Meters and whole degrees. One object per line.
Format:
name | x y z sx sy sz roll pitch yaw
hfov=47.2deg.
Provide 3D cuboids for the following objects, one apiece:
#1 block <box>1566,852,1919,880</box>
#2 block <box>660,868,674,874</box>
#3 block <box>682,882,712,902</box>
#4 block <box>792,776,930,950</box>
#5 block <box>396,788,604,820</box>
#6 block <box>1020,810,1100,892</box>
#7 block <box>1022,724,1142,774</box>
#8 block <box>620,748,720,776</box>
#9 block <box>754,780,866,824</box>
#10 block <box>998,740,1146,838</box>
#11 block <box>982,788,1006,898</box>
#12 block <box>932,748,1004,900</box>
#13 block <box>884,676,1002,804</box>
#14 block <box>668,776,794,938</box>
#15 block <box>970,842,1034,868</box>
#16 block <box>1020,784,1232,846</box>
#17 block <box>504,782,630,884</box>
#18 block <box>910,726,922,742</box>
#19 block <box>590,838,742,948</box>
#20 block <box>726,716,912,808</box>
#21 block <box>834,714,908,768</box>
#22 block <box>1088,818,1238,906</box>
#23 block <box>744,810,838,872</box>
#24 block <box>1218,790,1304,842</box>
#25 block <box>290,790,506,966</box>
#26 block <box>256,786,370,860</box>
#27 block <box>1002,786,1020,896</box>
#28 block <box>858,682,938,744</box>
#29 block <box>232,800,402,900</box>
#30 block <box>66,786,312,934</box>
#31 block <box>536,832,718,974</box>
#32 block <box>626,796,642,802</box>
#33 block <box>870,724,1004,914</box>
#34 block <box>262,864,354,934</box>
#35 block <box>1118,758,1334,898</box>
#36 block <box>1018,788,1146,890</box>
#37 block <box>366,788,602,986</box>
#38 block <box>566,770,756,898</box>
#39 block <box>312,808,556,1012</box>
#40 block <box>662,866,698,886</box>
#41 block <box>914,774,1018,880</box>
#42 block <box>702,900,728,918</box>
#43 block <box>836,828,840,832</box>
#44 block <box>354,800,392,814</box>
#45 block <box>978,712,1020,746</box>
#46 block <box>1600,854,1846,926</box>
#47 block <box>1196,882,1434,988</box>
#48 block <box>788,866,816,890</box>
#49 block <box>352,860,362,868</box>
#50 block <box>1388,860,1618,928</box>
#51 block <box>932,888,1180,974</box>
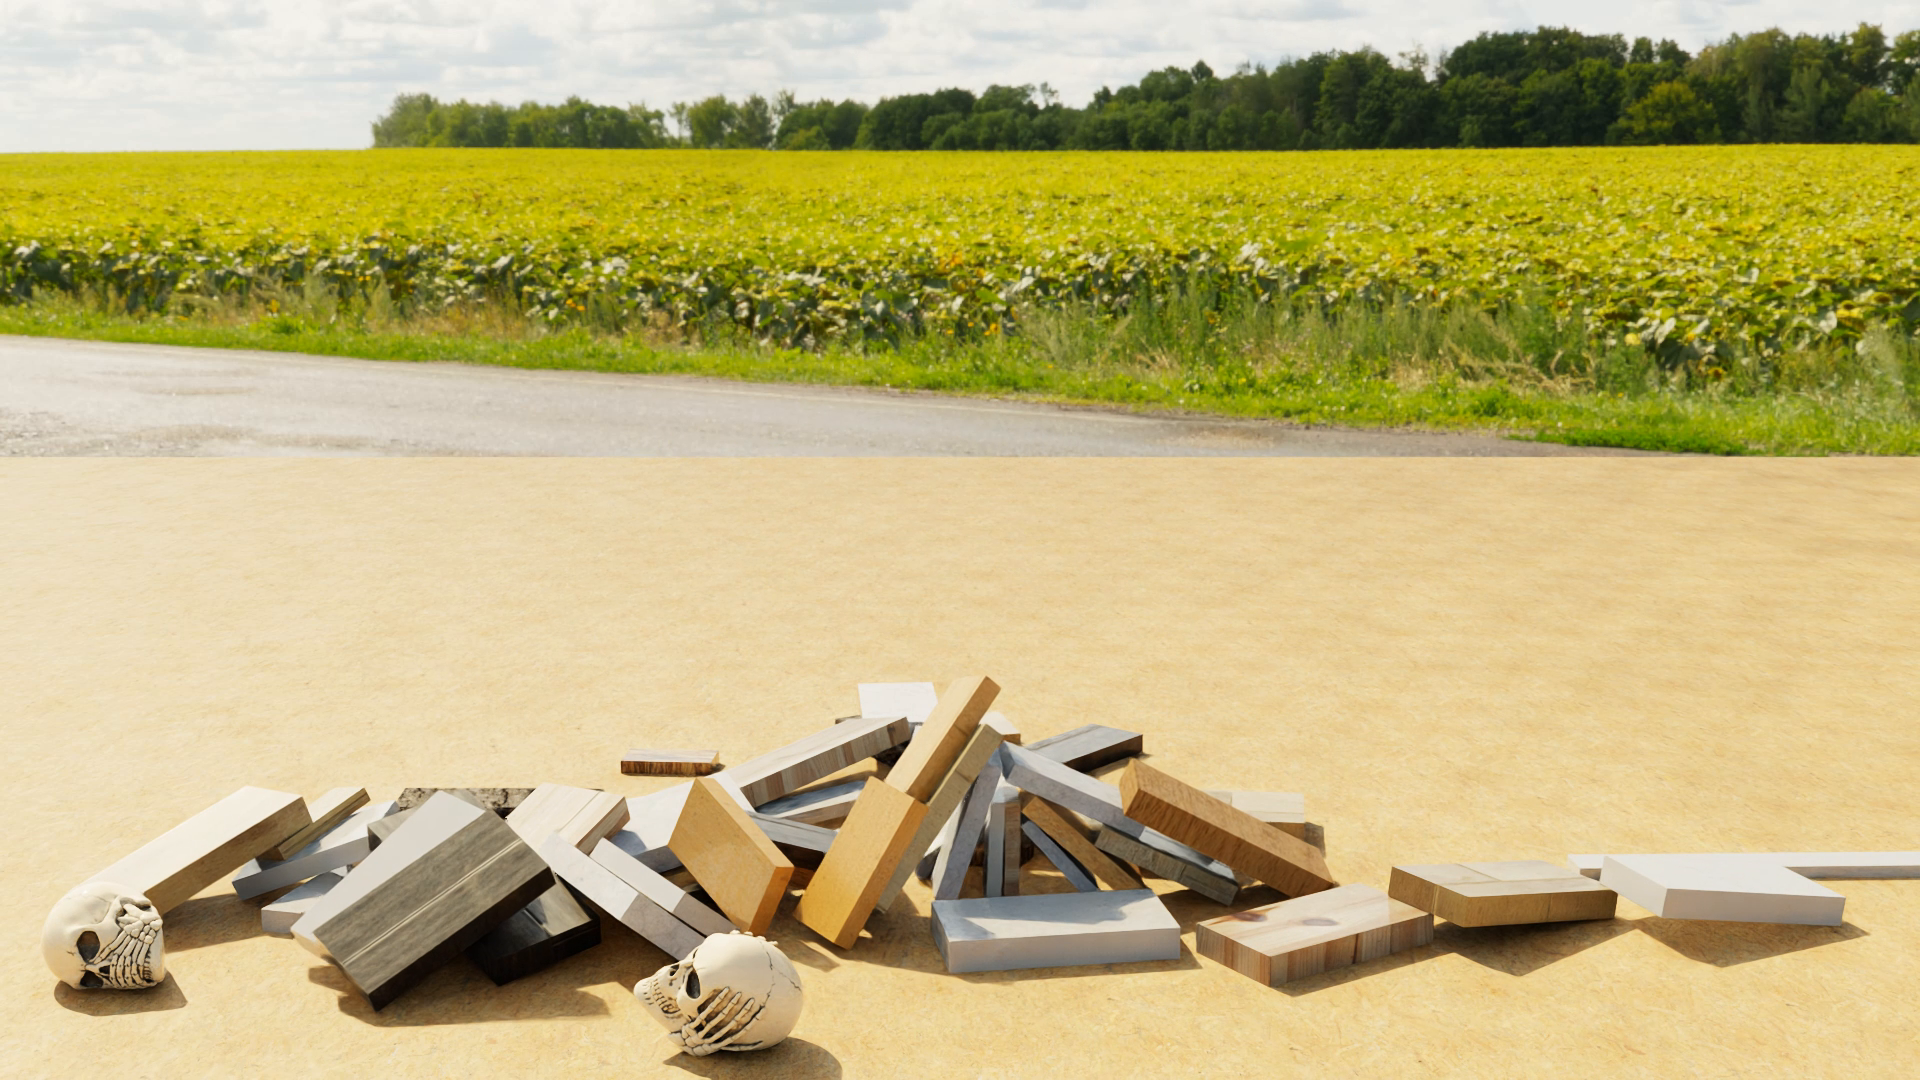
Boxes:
block | 1.796 0.557 3.790 1.489 0.021 0.072 0 11 -2
block | -0.503 0.549 3.733 0.117 0.017 0.059 -21 8 -26
block | -0.414 0.570 3.634 0.075 0.021 0.150 -17 3 19
block | -0.157 0.508 3.468 0.036 0.254 0.127 35 -10 -36
block | -0.807 0.477 3.866 0.351 0.050 0.176 1 4 -7
block | 0.163 0.518 3.655 0.025 0.174 0.087 -41 10 5
block | 0.202 0.435 4.403 0.131 0.037 0.382 9 14 39
block | -0.579 0.443 4.393 0.180 0.026 0.090 1 11 4
block | -0.263 0.491 4.053 0.280 0.026 0.090 -9 14 -39
block | 0.184 0.412 3.646 0.247 0.035 0.123 24 9 -12
block | 0.056 0.506 3.645 0.025 0.174 0.087 2 10 -3
block | 0.010 0.470 3.647 0.035 0.247 0.123 18 9 -7
block | -0.061 0.369 3.618 0.036 0.337 0.127 41 -20 -15
block | -0.370 0.507 3.530 0.037 0.132 0.264 10 21 -42
block | 0.029 0.544 3.848 0.181 0.026 0.090 4 11 20
block | 0.169 0.483 3.894 0.607 0.045 0.159 3 23 13
block | -0.710 0.523 3.612 0.171 0.048 0.341 5 30 27
block | -0.040 0.437 4.247 0.131 0.037 0.261 8 20 5
block | -0.469 0.558 3.483 0.264 0.037 0.132 20 -18 50
block | -0.357 0.443 4.120 0.159 0.045 0.634 -7 8 41
block | -0.111 0.412 4.502 0.159 0.045 0.318 -6 12 -31
block | 0.336 0.523 3.653 0.247 0.035 0.123 24 8 -5
block | -0.236 0.510 3.634 0.247 0.035 0.123 16 9 -19
block | 0.443 0.504 3.994 0.359 0.051 0.180 1 11 8
block | -0.855 0.529 3.384 0.159 0.045 0.318 17 48 35
block | -1.096 0.478 3.710 0.094 0.027 0.187 -7 22 42
block | 0.083 0.505 3.648 0.025 0.174 0.087 0 11 -3
block | -0.126 0.357 4.555 0.159 0.045 0.318 -1 11 -4
block | -1.068 0.517 3.665 0.261 0.037 0.131 -19 17 11
block | -1.258 0.518 3.600 0.175 0.050 0.351 2 26 42
block | -0.522 0.561 3.418 0.171 0.048 0.341 42 -14 -31
block | -0.594 0.502 4.071 0.180 0.025 0.090 -7 12 -32
block | -0.059 0.452 3.563 0.037 0.347 0.132 38 -19 -9
block | -1.016 0.585 3.600 0.127 0.036 0.254 3 11 15
block | 0.440 0.487 3.660 0.359 0.051 0.180 26 10 -4
block | 0.200 0.497 3.649 0.247 0.035 0.123 41 6 -9
block | -0.753 0.538 3.457 0.175 0.050 0.435 -19 34 -35
block | -0.528 0.501 3.740 0.341 0.048 0.171 -16 27 -19
block | -0.781 0.547 3.273 0.318 0.045 0.159 -35 50 -26
block | -0.428 0.551 3.677 0.150 0.021 0.075 -17 3 11
block | 0.019 0.475 3.779 0.254 0.036 0.127 -33 22 3
block | -0.357 0.588 3.624 0.075 0.021 0.150 4 11 23
block | -0.241 0.539 3.780 0.117 0.015 0.053 -31 24 -24
block | -1.087 0.515 3.876 0.187 0.027 0.094 -13 25 -19
block | 0.060 0.399 4.630 0.090 0.025 0.180 -3 11 -14
block | 1.227 0.564 3.542 0.339 0.048 0.170 6 8 -18
block | 0.554 0.611 3.424 0.339 0.048 0.170 -7 13 -33
block | -0.260 0.539 3.635 0.247 0.035 0.123 18 9 -7
block | -0.807 0.526 3.789 0.468 0.036 0.127 -1 5 -28
block | 0.874 0.566 3.533 0.339 0.048 0.170 3 7 -32
block | 0.146 0.608 3.433 0.359 0.051 0.180 -2 11 -9
